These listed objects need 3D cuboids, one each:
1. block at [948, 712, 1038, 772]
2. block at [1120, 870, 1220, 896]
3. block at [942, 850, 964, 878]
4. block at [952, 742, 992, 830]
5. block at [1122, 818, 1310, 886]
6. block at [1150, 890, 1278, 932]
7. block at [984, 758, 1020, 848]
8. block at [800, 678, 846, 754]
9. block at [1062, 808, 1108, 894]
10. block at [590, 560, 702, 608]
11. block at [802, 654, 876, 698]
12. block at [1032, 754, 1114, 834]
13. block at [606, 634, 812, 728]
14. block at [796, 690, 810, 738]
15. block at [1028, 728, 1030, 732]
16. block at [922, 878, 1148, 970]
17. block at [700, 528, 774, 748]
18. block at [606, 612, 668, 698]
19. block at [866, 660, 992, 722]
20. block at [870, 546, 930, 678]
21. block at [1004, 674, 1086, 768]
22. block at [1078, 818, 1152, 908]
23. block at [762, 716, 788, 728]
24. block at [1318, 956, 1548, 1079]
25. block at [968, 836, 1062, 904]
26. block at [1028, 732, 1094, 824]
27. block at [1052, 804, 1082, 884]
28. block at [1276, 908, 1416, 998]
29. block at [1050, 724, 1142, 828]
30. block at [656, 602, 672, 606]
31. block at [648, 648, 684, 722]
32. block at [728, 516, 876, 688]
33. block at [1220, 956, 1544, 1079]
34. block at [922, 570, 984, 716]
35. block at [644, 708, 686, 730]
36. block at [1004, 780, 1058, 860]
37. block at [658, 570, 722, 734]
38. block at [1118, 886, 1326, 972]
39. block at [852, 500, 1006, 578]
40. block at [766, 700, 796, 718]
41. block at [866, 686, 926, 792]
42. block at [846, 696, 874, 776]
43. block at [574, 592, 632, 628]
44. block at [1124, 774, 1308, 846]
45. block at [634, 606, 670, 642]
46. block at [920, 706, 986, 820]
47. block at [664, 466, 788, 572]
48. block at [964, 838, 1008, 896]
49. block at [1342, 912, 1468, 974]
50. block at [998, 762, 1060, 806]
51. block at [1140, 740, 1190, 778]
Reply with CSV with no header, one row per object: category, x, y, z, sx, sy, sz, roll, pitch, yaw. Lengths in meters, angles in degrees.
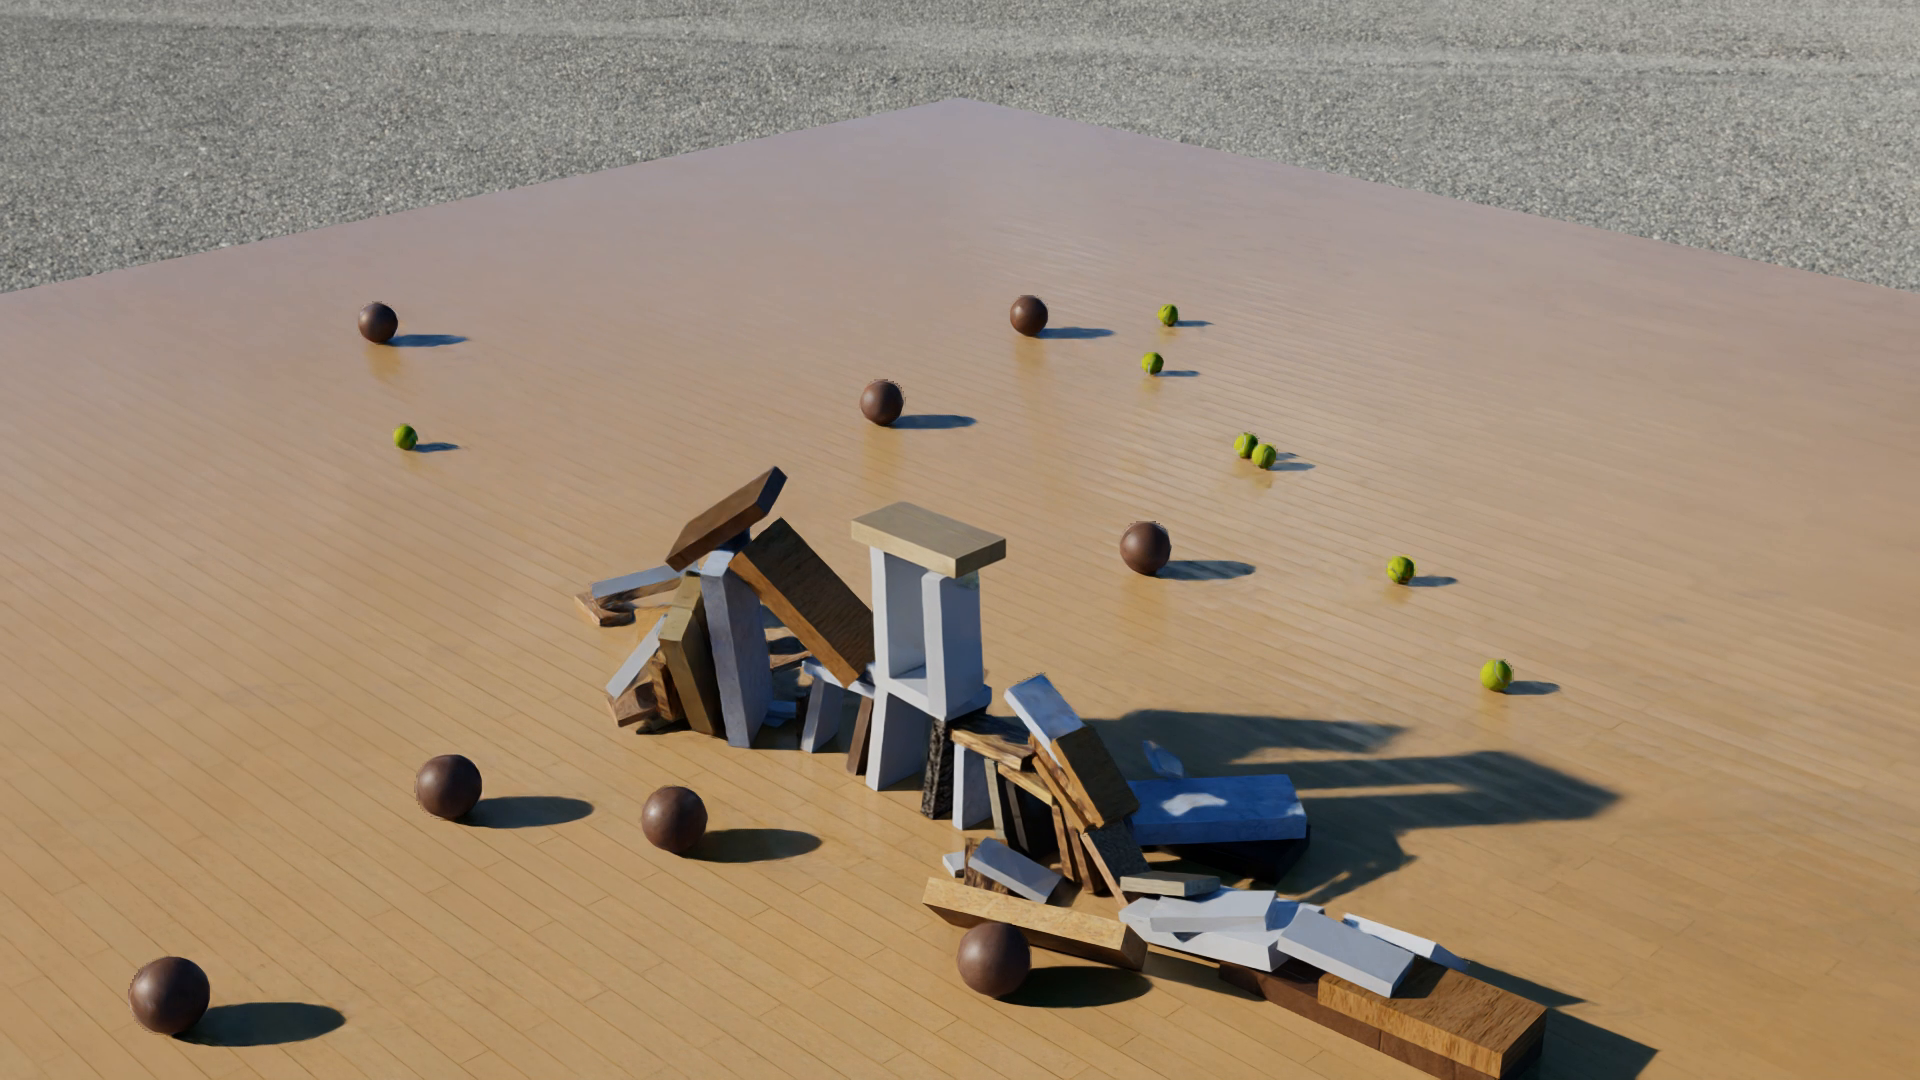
block,0.080,0.394,4.310,0.190,0.027,0.095,20,30,39
block,0.385,0.629,4.031,0.088,0.025,0.176,-2,-2,-36
block,0.035,0.623,4.271,0.122,0.017,0.061,-9,25,-20
block,0.031,0.477,4.392,0.095,0.190,0.027,-20,32,-39
block,0.500,0.577,4.340,0.339,0.048,0.170,13,26,28
block,0.454,0.664,3.932,0.209,0.030,0.104,-4,15,21
block,0.105,0.505,4.325,0.095,0.190,0.027,-20,18,-39
block,-0.285,0.345,4.684,0.029,0.204,0.102,25,31,21
block,0.256,0.574,4.190,0.088,0.176,0.025,-18,5,-37
block,-0.747,0.103,5.266,0.257,0.036,0.128,-14,-11,-5
block,-0.215,0.271,4.557,0.204,0.029,0.102,17,31,35
block,0.218,0.470,4.157,0.082,0.023,0.177,-15,55,-33
block,-0.492,0.287,4.873,0.589,0.023,0.081,-18,45,-19
block,-0.330,0.376,4.749,0.049,0.099,0.014,-19,30,-38
block,0.136,0.438,4.707,0.122,0.017,0.061,-20,30,-39
block,0.135,0.688,3.944,0.376,0.048,0.170,10,-19,22
block,-0.467,0.206,4.637,0.049,0.469,0.175,5,38,13
block,-0.658,0.229,4.747,0.036,0.257,0.128,44,32,4
block,-0.064,0.287,4.404,0.123,0.035,0.246,-19,29,-37
block,-0.107,0.121,4.389,0.141,0.283,0.040,-20,28,-40
block,0.174,0.342,4.187,0.091,0.026,0.183,-20,58,-36
block,0.306,0.612,4.146,0.088,0.025,0.176,-18,70,-37
block,-0.431,0.385,4.835,0.099,0.014,0.050,12,26,26
block,0.797,0.787,3.722,0.339,0.048,0.170,18,29,35
block,0.104,0.629,4.179,0.164,0.023,0.082,27,29,11
block,0.226,0.435,4.158,0.091,0.026,0.211,-18,57,-35
block,0.224,0.566,4.215,0.082,0.165,0.023,-21,15,-40
block,0.662,0.707,3.776,0.209,0.030,0.104,21,30,25
block,0.252,0.440,4.102,0.091,0.026,0.183,-18,68,-34
block,-0.607,0.213,5.119,0.210,0.105,0.030,9,15,20
block,-0.610,0.290,4.699,0.030,0.210,0.105,24,58,18
block,-0.302,0.126,4.512,0.349,0.049,0.175,46,35,-1
block,0.721,0.803,3.806,0.541,0.048,0.170,19,29,37
block,-0.013,0.181,4.246,0.040,0.283,0.141,10,25,30
block,-0.620,0.355,4.851,0.179,0.025,0.090,-23,37,-29
block,0.144,0.535,4.292,0.082,0.165,0.023,-19,10,-38
block,-0.550,0.241,4.654,0.049,0.349,0.175,8,54,14
block,0.472,0.690,3.976,0.339,0.048,0.170,5,20,45
block,-0.062,-0.003,4.265,0.283,0.040,0.141,20,30,40
block,-0.404,0.371,4.832,0.099,0.014,0.050,3,23,7
block,-0.128,0.388,4.528,0.035,0.246,0.123,30,36,36
block,-0.176,0.387,4.587,0.029,0.204,0.102,33,37,27
block,-0.868,0.164,5.346,0.081,0.023,0.161,-13,26,-28
block,0.495,0.530,4.327,0.339,0.048,0.170,-2,23,-4
block,-0.647,0.204,5.093,0.210,0.105,0.030,-4,10,20
block,-0.012,0.433,4.423,0.035,0.246,0.123,29,35,34
block,-0.481,-0.042,4.517,0.285,0.036,0.128,-30,24,35
block,0.049,0.632,4.209,0.082,0.023,0.164,3,31,-1
block,0.785,0.719,3.896,0.104,0.030,0.209,36,-15,-35
block,0.155,0.456,4.231,0.082,0.023,0.165,-16,29,-34
block,0.414,0.447,4.399,0.017,0.061,0.300,-30,-18,9
